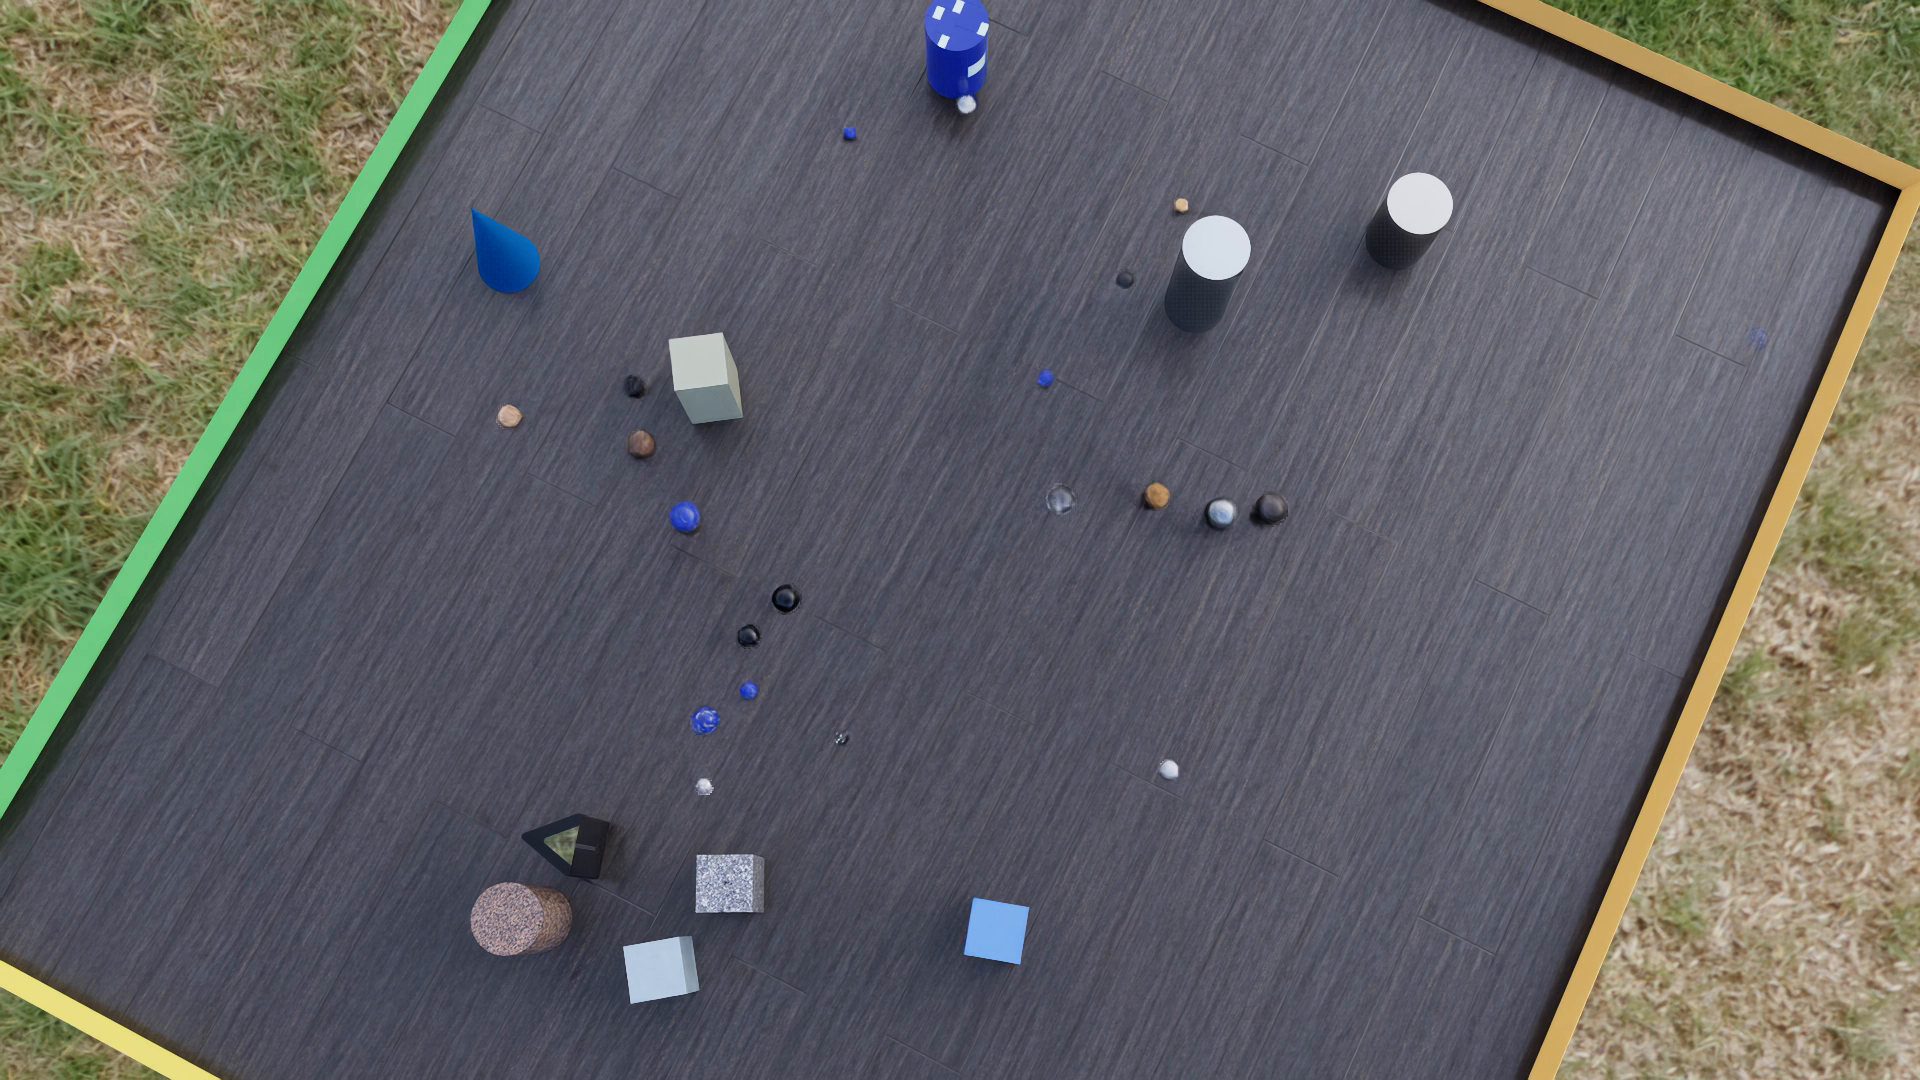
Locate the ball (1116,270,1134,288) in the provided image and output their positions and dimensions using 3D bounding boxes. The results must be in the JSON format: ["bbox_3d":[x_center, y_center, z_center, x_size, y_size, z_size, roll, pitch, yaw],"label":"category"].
[{"bbox_3d":[0.518,-0.817,5.757,0.056,0.056,0.056,0,78,0],"label":"ball"}]

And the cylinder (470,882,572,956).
[{"bbox_3d":[-1.238,1.074,5.196,0.197,0.389,0.197,0,78,0],"label":"cylinder"}]

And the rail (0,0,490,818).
[{"bbox_3d":[-1.944,-0.945,5.746,0.045,0.128,4.782,26,80,5],"label":"rail"}]

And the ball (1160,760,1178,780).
[{"bbox_3d":[0.623,0.684,5.447,0.054,0.054,0.054,0,78,0],"label":"ball"}]

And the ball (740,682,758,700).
[{"bbox_3d":[-0.632,0.451,5.495,0.054,0.054,0.054,0,78,0],"label":"ball"}]

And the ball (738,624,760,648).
[{"bbox_3d":[-0.636,0.289,5.521,0.069,0.069,0.069,0,78,0],"label":"ball"}]

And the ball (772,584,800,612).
[{"bbox_3d":[-0.525,0.177,5.537,0.084,0.084,0.084,0,78,0],"label":"ball"}]

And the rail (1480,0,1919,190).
[{"bbox_3d":[1.059,-2.067,5.978,4.394,0.128,0.045,26,80,5],"label":"rail"}]

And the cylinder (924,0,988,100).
[{"bbox_3d":[-0.010,-1.552,5.766,0.197,0.335,0.197,0,78,0],"label":"cylinder"}]

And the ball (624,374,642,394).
[{"bbox_3d":[-1.014,-0.483,5.686,0.060,0.060,0.060,0,78,0],"label":"ball"}]

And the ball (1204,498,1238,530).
[{"bbox_3d":[0.795,-0.082,5.583,0.098,0.098,0.098,0,78,0],"label":"ball"}]

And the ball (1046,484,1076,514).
[{"bbox_3d":[0.309,-0.123,5.595,0.092,0.092,0.092,0,78,0],"label":"ball"}]

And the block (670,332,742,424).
[{"bbox_3d":[-0.763,-0.484,5.530,0.157,0.367,0.157,-8,78,-2],"label":"block"}]

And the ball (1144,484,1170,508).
[{"bbox_3d":[0.601,-0.136,5.606,0.076,0.076,0.076,0,78,0],"label":"ball"}]

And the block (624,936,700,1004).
[{"bbox_3d":[-0.851,1.225,5.235,0.157,0.250,0.157,-10,78,-2],"label":"block"}]

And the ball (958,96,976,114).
[{"bbox_3d":[0.023,-1.397,5.877,0.057,0.057,0.057,0,78,0],"label":"ball"}]

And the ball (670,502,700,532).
[{"bbox_3d":[-0.837,-0.070,5.584,0.092,0.092,0.092,0,78,0],"label":"ball"}]

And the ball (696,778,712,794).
[{"bbox_3d":[-0.761,0.731,5.443,0.043,0.043,0.043,0,78,0],"label":"ball"}]

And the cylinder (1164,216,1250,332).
[{"bbox_3d":[0.741,-0.796,5.533,0.197,0.486,0.197,0,78,0],"label":"cylinder"}]

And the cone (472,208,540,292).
[{"bbox_3d":[-1.426,-0.922,5.573,0.197,0.460,0.197,0,78,0],"label":"cone"}]

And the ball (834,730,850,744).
[{"bbox_3d":[-0.351,0.589,5.472,0.044,0.044,0.044,0,78,0],"label":"ball"}]

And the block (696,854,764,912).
[{"bbox_3d":[-0.657,0.988,5.257,0.157,0.303,0.157,0,78,0],"label":"block"}]

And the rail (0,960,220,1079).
[{"bbox_3d":[-1.059,2.080,5.120,4.394,0.128,0.045,26,80,5],"label":"rail"}]

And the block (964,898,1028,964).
[{"bbox_3d":[0.102,1.117,5.242,0.157,0.280,0.157,9,78,2],"label":"block"}]

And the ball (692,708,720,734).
[{"bbox_3d":[-0.757,0.538,5.464,0.080,0.080,0.080,0,78,0],"label":"ball"}]

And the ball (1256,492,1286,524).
[{"bbox_3d":[0.948,-0.096,5.589,0.094,0.094,0.094,0,78,0],"label":"ball"}]

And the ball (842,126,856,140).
[{"bbox_3d":[-0.354,-1.304,5.864,0.043,0.043,0.043,0,78,0],"label":"ball"}]

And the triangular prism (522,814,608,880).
[{"bbox_3d":[-1.090,0.850,5.228,0.170,0.417,0.148,39,81,7],"label":"triangular prism"}]

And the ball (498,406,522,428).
[{"bbox_3d":[-1.391,-0.382,5.660,0.069,0.069,0.069,0,78,0],"label":"ball"}]

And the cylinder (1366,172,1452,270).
[{"bbox_3d":[1.384,-0.982,5.664,0.197,0.306,0.197,0,78,0],"label":"cylinder"}]

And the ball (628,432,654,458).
[{"bbox_3d":[-0.981,-0.294,5.636,0.081,0.081,0.081,0,78,0],"label":"ball"}]

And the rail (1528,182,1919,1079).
[{"bbox_3d":[1.944,0.958,5.352,0.045,0.128,4.782,26,80,5],"label":"rail"}]

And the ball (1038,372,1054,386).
[{"bbox_3d":[0.266,-0.501,5.696,0.047,0.047,0.047,0,78,0],"label":"ball"}]

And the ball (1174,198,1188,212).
[{"bbox_3d":[0.704,-1.064,5.814,0.044,0.044,0.044,0,78,0],"label":"ball"}]
